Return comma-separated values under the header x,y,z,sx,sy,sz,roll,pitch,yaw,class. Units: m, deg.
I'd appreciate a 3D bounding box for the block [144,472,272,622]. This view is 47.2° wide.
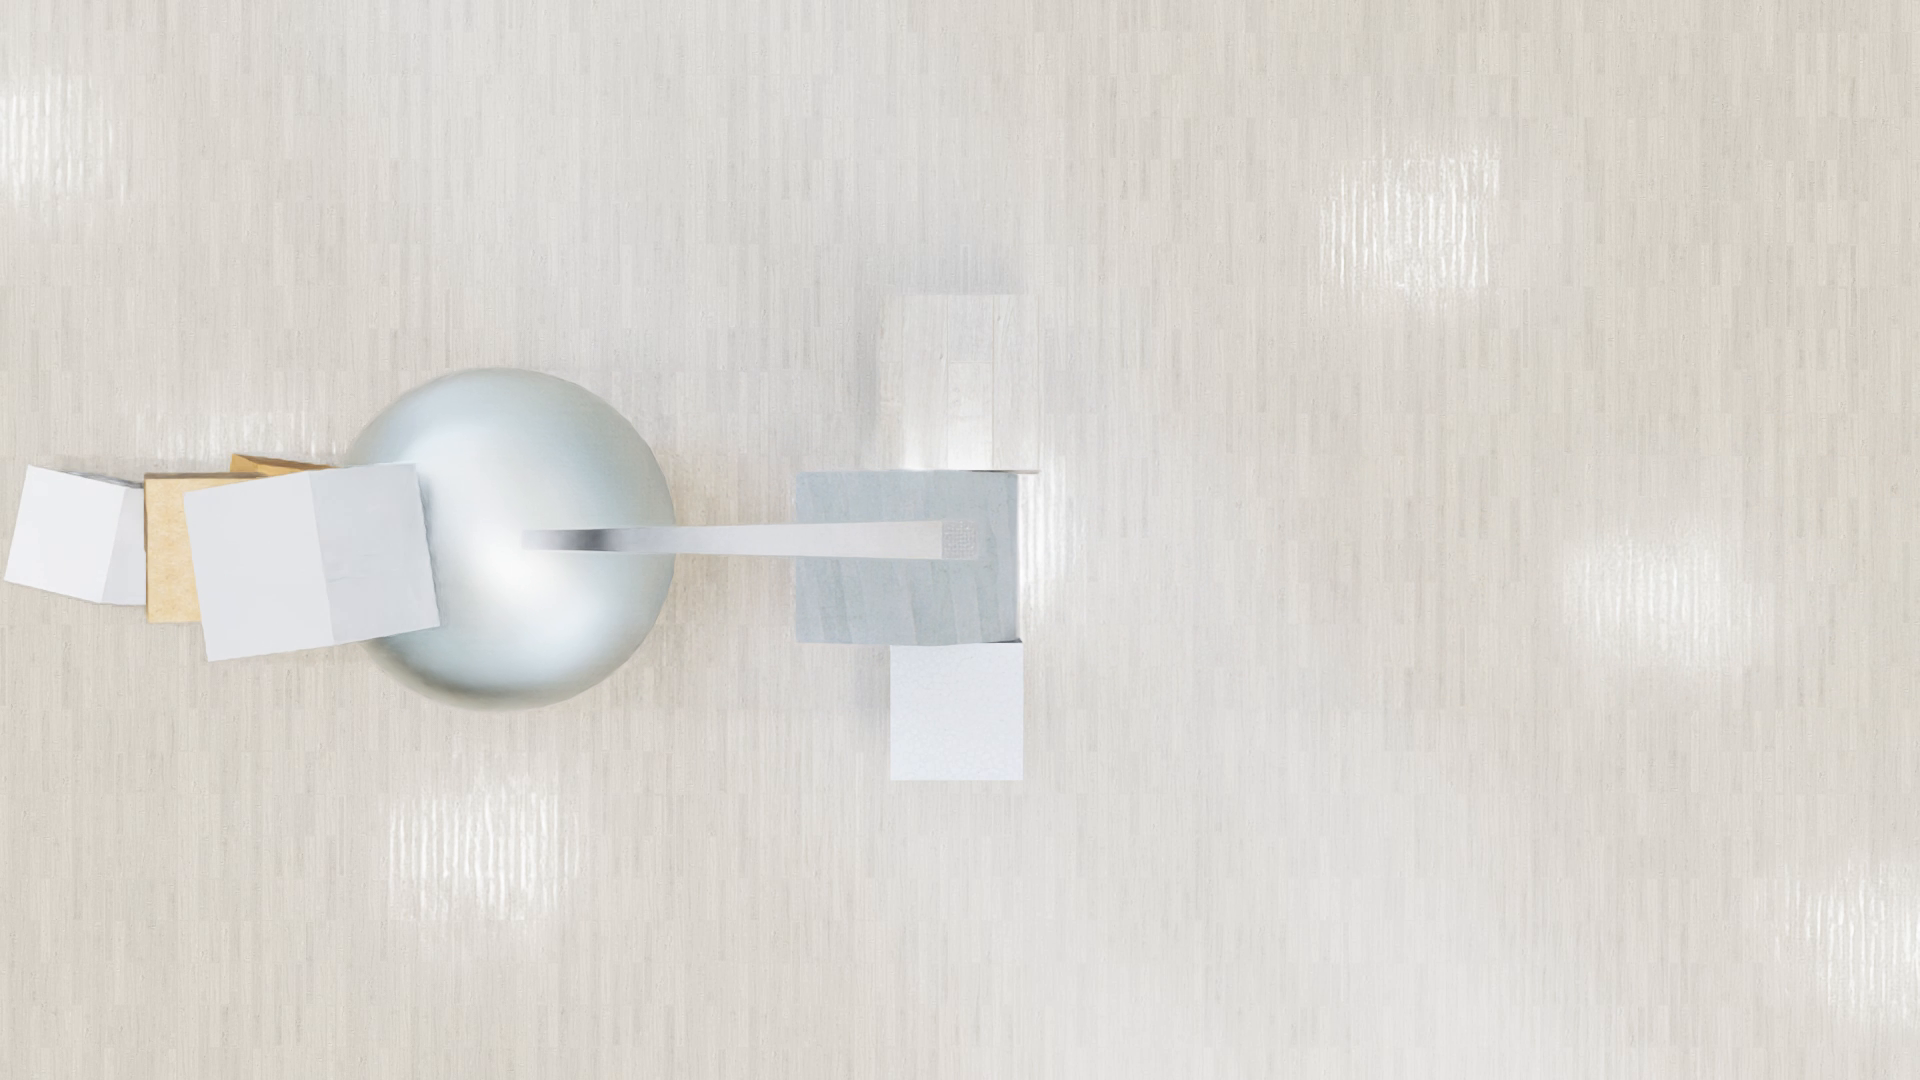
x,y,z,sx,sy,sz,roll,pitch,yaw,class
-3.707,0.022,10.846,0.576,0.634,0.683,-1,95,-21,block

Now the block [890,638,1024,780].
x,y,z,sx,sy,sz,roll,pitch,yaw,class
-0.018,0.964,12.673,0.744,0.654,0.770,0,90,0,block

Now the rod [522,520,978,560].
x,y,z,sx,sy,sz,roll,pitch,yaw,class
-0.916,0.000,6.977,0.080,5.200,0.080,0,90,-21,rod

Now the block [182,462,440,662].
x,y,z,sx,sy,sz,roll,pitch,yaw,class
-2.705,0.086,9.197,0.678,0.652,0.702,-8,91,26,block

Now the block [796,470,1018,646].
x,y,z,sx,sy,sz,roll,pitch,yaw,class
-0.294,0.096,12.377,0.898,0.919,0.946,0,90,30,block

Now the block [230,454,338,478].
x,y,z,sx,sy,sz,roll,pitch,yaw,class
-3.769,-0.054,12.481,0.673,0.630,0.737,7,94,-31,block

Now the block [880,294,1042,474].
x,y,z,sx,sy,sz,roll,pitch,yaw,class
0.008,-0.868,12.541,0.896,0.918,0.962,0,90,0,block

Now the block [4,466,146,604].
x,y,z,sx,sy,sz,roll,pitch,yaw,class
-4.930,-0.019,12.607,0.629,0.660,0.659,12,90,13,block

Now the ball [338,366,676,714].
x,y,z,sx,sy,sz,roll,pitch,yaw,class
-2.113,0.000,10.159,1.600,1.600,1.600,0,90,0,ball
